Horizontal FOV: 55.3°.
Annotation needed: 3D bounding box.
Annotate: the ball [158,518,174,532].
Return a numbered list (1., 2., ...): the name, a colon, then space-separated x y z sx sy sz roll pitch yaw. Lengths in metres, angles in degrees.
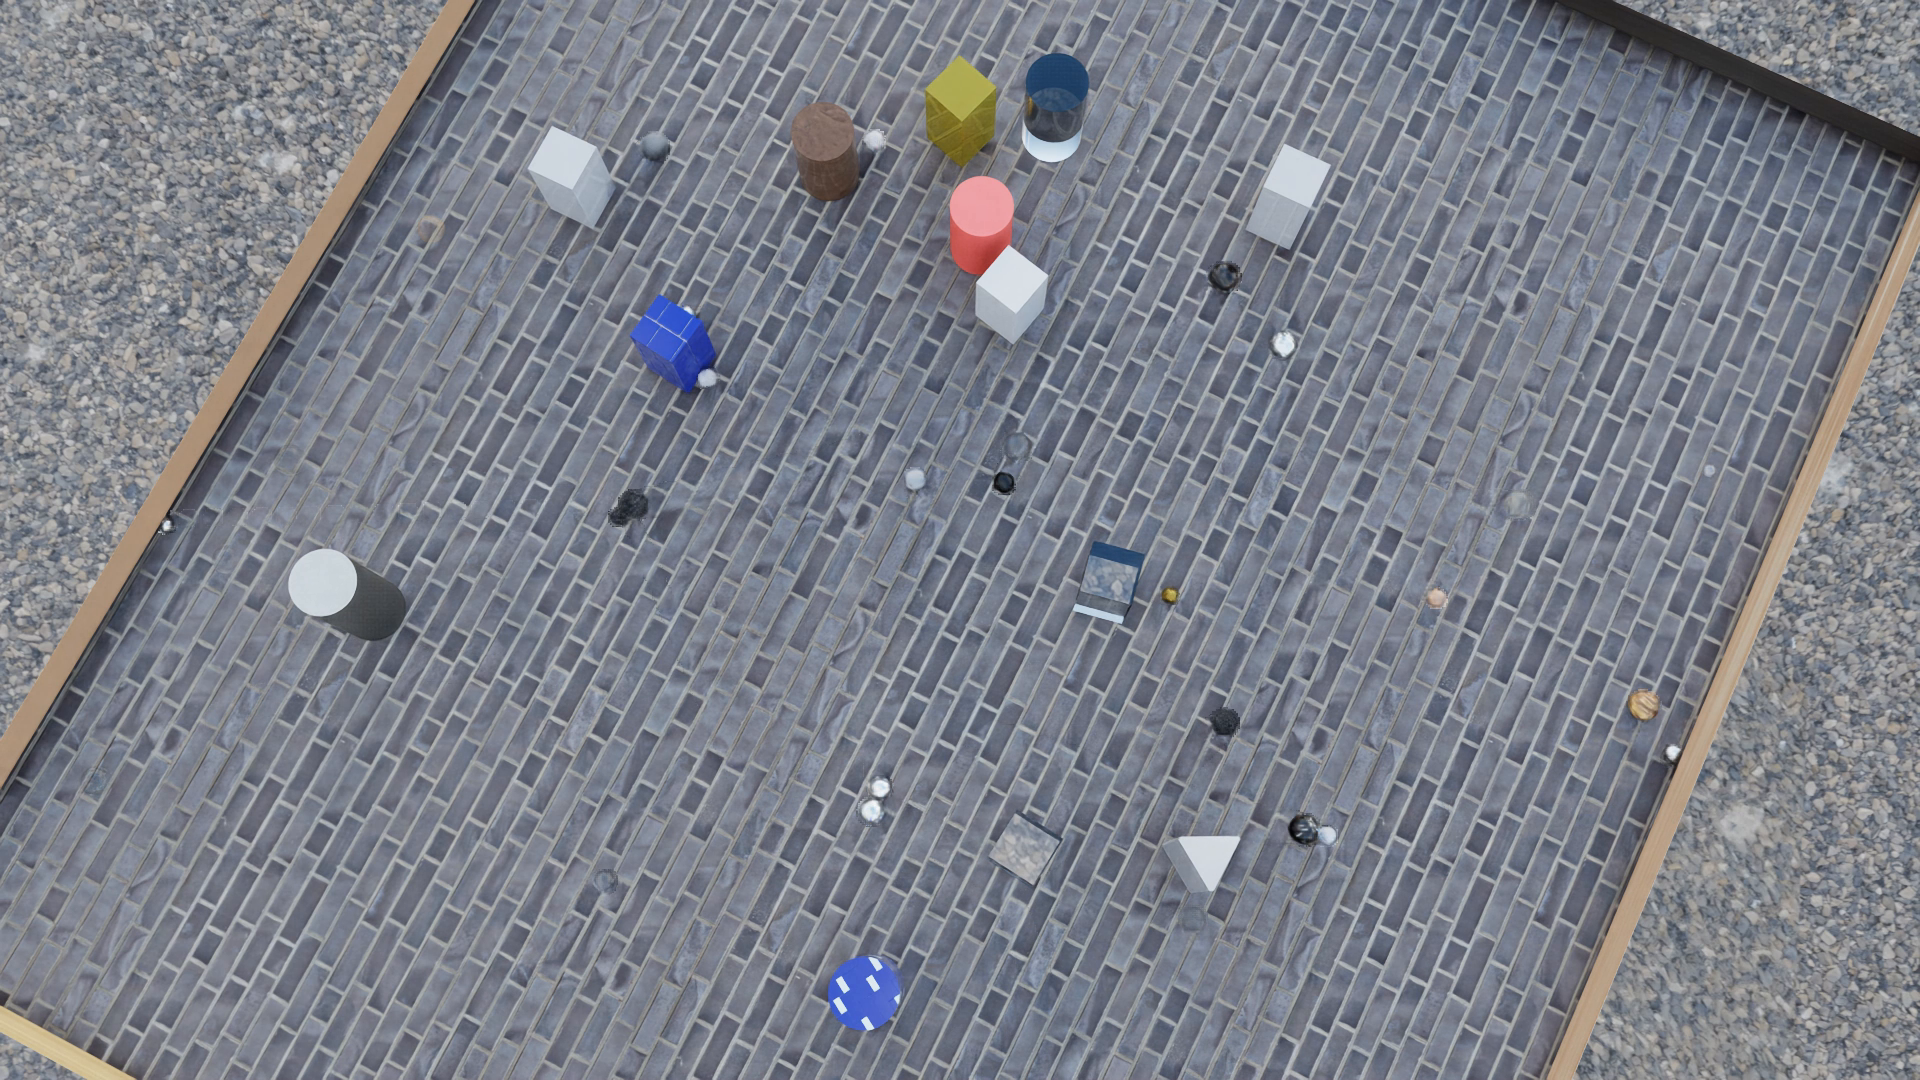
1. ball: -2.425 -0.046 5.603 0.046 0.046 0.046 0 78 0

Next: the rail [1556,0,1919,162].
1. rail: 1.107 -2.162 5.999 4.490 0.124 0.045 26 80 5

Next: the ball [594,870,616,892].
1. ball: -1.043 1.001 5.376 0.066 0.066 0.066 0 78 0

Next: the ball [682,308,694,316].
1. ball: -0.856 -0.703 5.735 0.053 0.053 0.053 0 78 0

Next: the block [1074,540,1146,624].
1. block: 0.438 0.127 5.416 0.153 0.341 0.153 15 79 3

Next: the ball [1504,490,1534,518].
1. ball: 1.705 -0.109 5.594 0.088 0.088 0.088 0 78 0

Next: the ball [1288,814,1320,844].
1. ball: 1.012 0.851 5.394 0.090 0.090 0.090 0 78 0

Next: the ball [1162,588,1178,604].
1. ball: 0.635 0.167 5.557 0.048 0.048 0.048 0 78 0

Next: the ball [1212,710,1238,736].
1. ball: 0.789 0.544 5.464 0.077 0.077 0.077 0 78 0

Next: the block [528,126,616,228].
1. block: -1.201 -1.122 5.686 0.153 0.318 0.153 26 79 5

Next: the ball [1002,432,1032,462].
1. ball: 0.175 -0.286 5.629 0.091 0.091 0.091 0 78 0

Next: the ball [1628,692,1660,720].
1. ball: 2.041 0.495 5.470 0.087 0.087 0.087 0 78 0

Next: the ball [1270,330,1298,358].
1. ball: 1.006 -0.607 5.698 0.087 0.087 0.087 0 78 0

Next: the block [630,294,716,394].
1. block: -0.869 -0.592 5.571 0.153 0.328 0.153 33 80 6

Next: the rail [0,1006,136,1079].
1. rail: -1.107 2.175 5.102 4.490 0.124 0.045 26 80 5

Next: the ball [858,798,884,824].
1. ball: -0.262 0.802 5.412 0.075 0.075 0.075 0 78 0

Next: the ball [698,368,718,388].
1. ball: -0.783 -0.504 5.691 0.058 0.058 0.058 0 78 0

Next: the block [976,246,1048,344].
1. block: 0.156 -0.748 5.618 0.153 0.300 0.153 39 81 7

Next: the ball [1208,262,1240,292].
1. ball: 0.826 -0.822 5.738 0.096 0.096 0.096 0 78 0

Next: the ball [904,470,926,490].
1. ball: -0.137 -0.185 5.622 0.064 0.064 0.064 0 78 0

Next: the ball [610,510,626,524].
1. ball: -1.048 -0.070 5.607 0.047 0.047 0.047 0 78 0

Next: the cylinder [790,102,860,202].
1. cylinder: -0.416 -1.205 5.704 0.192 0.317 0.192 0 78 0

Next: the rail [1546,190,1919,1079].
1. rail: 1.987 0.979 5.349 0.045 0.124 4.999 26 80 5

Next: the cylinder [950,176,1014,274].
1. cylinder: 0.065 -0.965 5.645 0.192 0.334 0.192 0 78 0

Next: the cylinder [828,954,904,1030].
1. cylinder: -0.257 1.258 5.122 0.192 0.458 0.192 0 78 0

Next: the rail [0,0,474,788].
1. rail: -1.987 -0.966 5.752 0.045 0.124 4.999 26 80 5

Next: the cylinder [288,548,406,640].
1. cylinder: -1.781 0.165 5.347 0.192 0.461 0.192 0 78 0

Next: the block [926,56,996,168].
1. block: 0.003 -1.331 5.714 0.153 0.349 0.153 43 81 8

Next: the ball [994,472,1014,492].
1. ball: 0.135 -0.177 5.620 0.065 0.065 0.065 0 78 0

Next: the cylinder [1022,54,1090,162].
1. cylinder: 0.294 -1.342 5.705 0.192 0.371 0.192 0 78 0

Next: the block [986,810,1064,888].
1. block: 0.184 0.891 5.277 0.153 0.305 0.153 32 80 6

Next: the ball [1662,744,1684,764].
1. ball: 2.119 0.638 5.453 0.061 0.061 0.061 0 78 0

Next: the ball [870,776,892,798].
1. ball: -0.236 0.734 5.431 0.066 0.066 0.066 0 78 0

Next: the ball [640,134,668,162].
1. ball: -0.973 -1.249 5.830 0.087 0.087 0.087 0 78 0

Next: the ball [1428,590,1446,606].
1. ball: 1.443 0.175 5.553 0.052 0.052 0.052 0 78 0

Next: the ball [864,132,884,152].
1. ball: -0.272 -1.272 5.847 0.064 0.064 0.064 0 78 0

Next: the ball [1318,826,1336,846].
1. ball: 1.082 0.873 5.408 0.055 0.055 0.055 0 78 0

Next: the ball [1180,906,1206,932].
1. ball: 0.681 1.106 5.351 0.073 0.073 0.073 0 78 0

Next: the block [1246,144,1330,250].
1. block: 1.009 -1.055 5.657 0.153 0.349 0.153 26 79 5

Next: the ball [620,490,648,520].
1. ball: -0.994 -0.107 5.589 0.088 0.088 0.088 0 78 0

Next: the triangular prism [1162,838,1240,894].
1. triangular prism: 0.704 0.893 5.214 0.144 0.427 0.166 -30 80 -6
